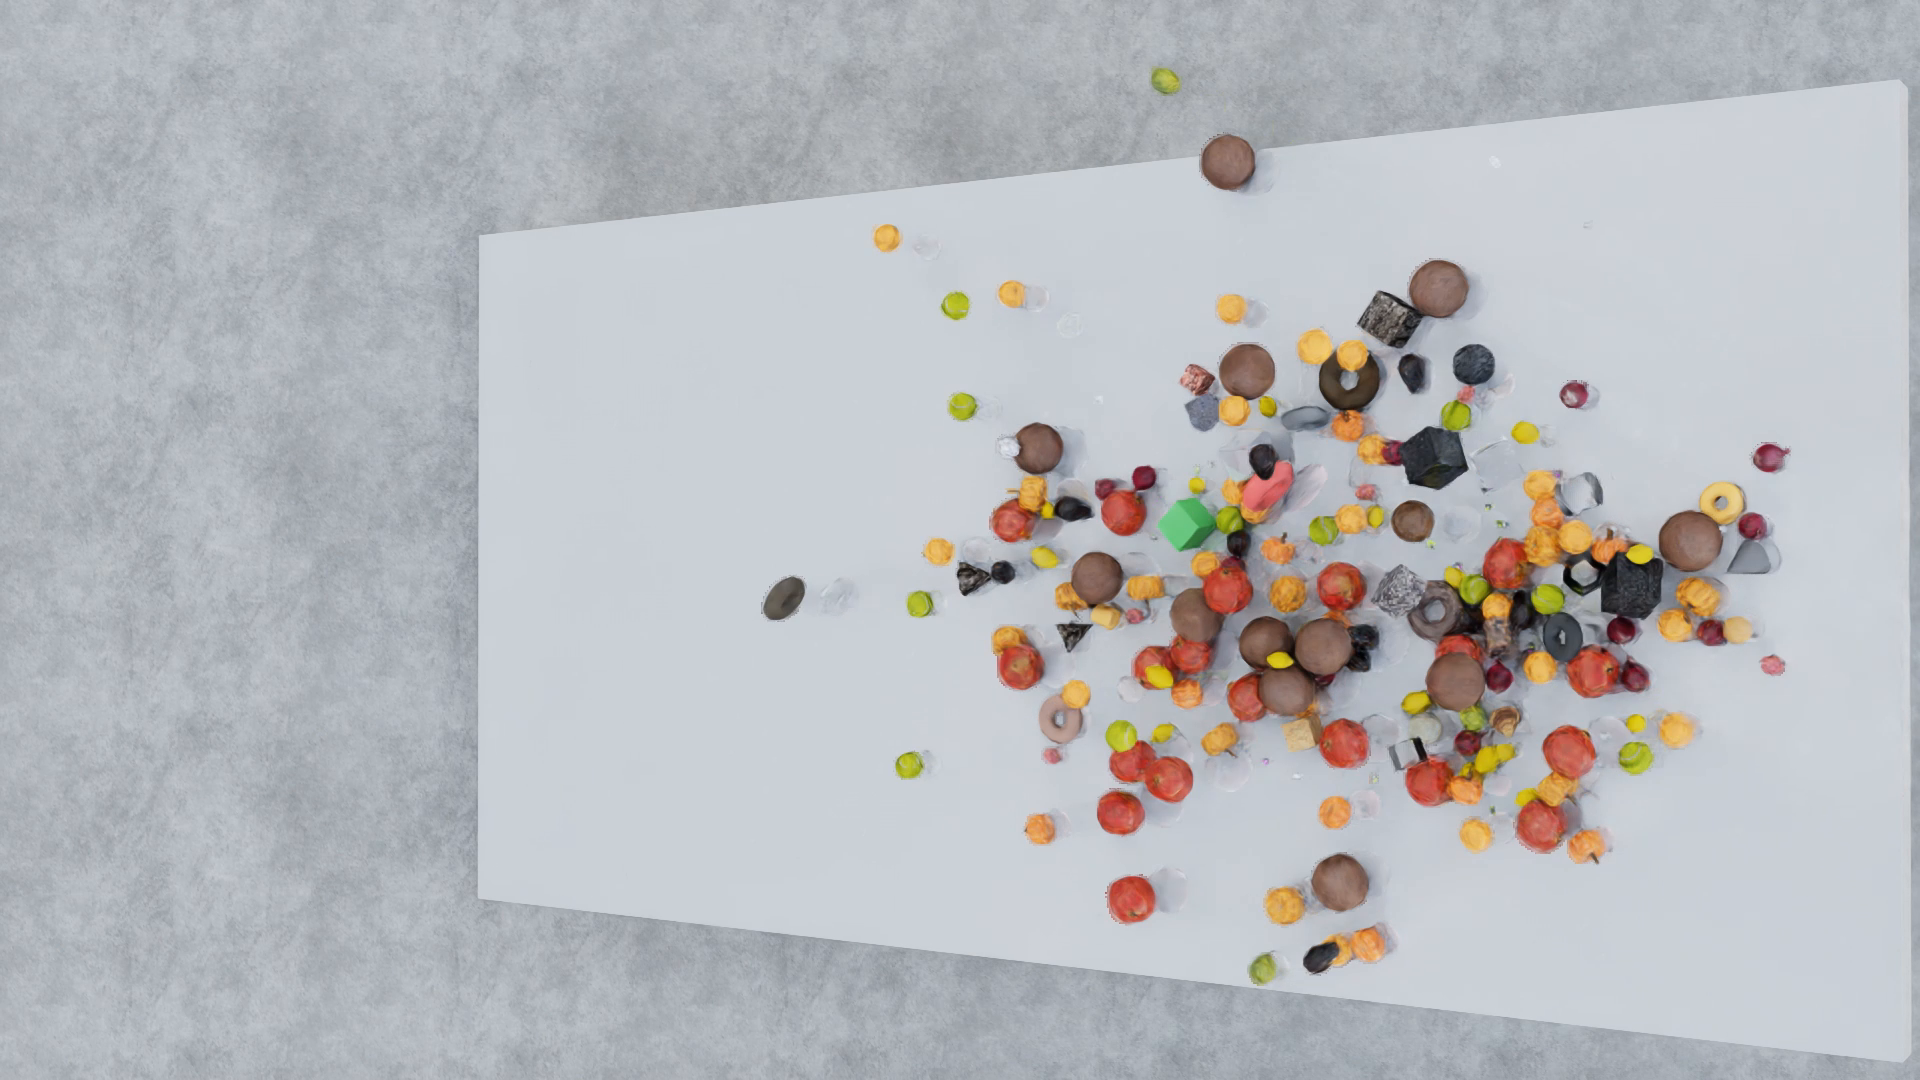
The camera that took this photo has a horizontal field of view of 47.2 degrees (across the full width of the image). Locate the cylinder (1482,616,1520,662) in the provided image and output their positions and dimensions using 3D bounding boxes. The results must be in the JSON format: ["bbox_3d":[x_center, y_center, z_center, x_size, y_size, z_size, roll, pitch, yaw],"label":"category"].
[{"bbox_3d":[1.194,0.219,4.854,0.073,0.073,0.073,4,50,0],"label":"cylinder"}]

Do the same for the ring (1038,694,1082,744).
[{"bbox_3d":[0.252,0.449,5.512,0.122,0.041,0.122,1,91,33],"label":"ring"}]

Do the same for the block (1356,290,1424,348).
[{"bbox_3d":[0.983,-0.503,5.020,0.092,0.092,0.092,40,110,27],"label":"block"}]

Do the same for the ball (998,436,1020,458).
[{"bbox_3d":[0.120,-0.230,5.445,0.057,0.057,0.057,0,90,0],"label":"ball"}]

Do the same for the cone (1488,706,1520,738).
[{"bbox_3d":[1.208,0.417,4.854,0.070,0.070,0.070,1,124,2],"label":"cone"}]

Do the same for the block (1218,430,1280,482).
[{"bbox_3d":[0.681,-0.199,5.182,0.086,0.086,0.086,-42,114,-31],"label":"block"}]

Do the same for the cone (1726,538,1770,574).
[{"bbox_3d":[1.626,0.053,4.582,0.083,0.083,0.083,-27,90,-16],"label":"cone"}]

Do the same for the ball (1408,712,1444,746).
[{"bbox_3d":[1.054,0.426,4.976,0.076,0.076,0.076,0,90,0],"label":"ball"}]

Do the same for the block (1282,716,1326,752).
[{"bbox_3d":[0.804,0.453,5.139,0.068,0.068,0.068,-21,81,31],"label":"block"}]

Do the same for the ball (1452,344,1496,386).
[{"bbox_3d":[1.147,-0.391,4.912,0.095,0.095,0.095,0,90,0],"label":"ball"}]

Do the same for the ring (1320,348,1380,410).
[{"bbox_3d":[0.902,-0.373,5.096,0.148,0.049,0.148,0,89,32],"label":"ring"}]

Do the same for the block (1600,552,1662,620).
[{"bbox_3d":[1.427,0.097,4.676,0.097,0.097,0.097,11,60,0],"label":"block"}]

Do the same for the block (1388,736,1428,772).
[{"bbox_3d":[0.998,0.477,4.900,0.056,0.056,0.056,-28,75,37],"label":"block"}]

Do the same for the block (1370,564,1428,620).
[{"bbox_3d":[0.955,0.114,4.781,0.075,0.075,0.075,37,57,-4],"label":"block"}]

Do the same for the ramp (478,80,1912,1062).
[{"bbox_3d":[0.258,0.071,5.595,4.000,0.100,2.000,0,89,33],"label":"ramp"}]

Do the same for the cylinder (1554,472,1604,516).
[{"bbox_3d":[1.336,-0.099,4.745,0.076,0.076,0.076,-26,89,37],"label":"cylinder"}]

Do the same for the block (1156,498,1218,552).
[{"bbox_3d":[0.547,-0.037,5.291,0.087,0.087,0.087,52,124,22],"label":"block"}]

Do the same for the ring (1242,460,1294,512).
[{"bbox_3d":[0.718,-0.125,5.126,0.143,0.143,0.048,-41,64,0],"label":"ring"}]

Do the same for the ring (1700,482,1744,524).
[{"bbox_3d":[1.610,-0.079,4.650,0.092,0.031,0.092,-1,89,37],"label":"ring"}]

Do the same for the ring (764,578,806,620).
[{"bbox_3d":[-0.467,0.157,5.850,0.045,0.135,0.135,39,90,23],"label":"ring"}]

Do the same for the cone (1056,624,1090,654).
[{"bbox_3d":[0.293,0.229,5.488,0.083,0.083,0.083,-24,90,1],"label":"cone"}]

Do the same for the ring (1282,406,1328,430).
[{"bbox_3d":[0.804,-0.282,5.125,0.109,0.109,0.036,-4,76,0],"label":"ring"}]

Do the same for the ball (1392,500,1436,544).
[{"bbox_3d":[1.005,-0.041,4.876,0.096,0.096,0.096,0,90,0],"label":"ball"}]

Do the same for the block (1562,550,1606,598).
[{"bbox_3d":[1.354,0.073,4.770,0.060,0.060,0.060,-25,49,-17],"label":"block"}]

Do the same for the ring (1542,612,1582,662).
[{"bbox_3d":[1.303,0.210,4.757,0.036,0.108,0.108,-3,89,-26],"label":"ring"}]

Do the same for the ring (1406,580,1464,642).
[{"bbox_3d":[1.076,0.160,4.981,0.141,0.047,0.141,-1,87,33],"label":"ring"}]

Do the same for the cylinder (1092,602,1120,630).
[{"bbox_3d":[0.361,0.189,5.437,0.052,0.052,0.052,28,89,30],"label":"cylinder"}]

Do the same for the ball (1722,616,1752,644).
[{"bbox_3d":[1.624,0.188,4.594,0.060,0.060,0.060,0,90,0],"label":"ball"}]

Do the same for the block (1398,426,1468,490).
[{"bbox_3d":[1.033,-0.179,4.797,0.093,0.093,0.093,10,57,-32],"label":"block"}]

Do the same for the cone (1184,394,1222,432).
[{"bbox_3d":[0.568,-0.317,5.315,0.092,0.092,0.092,-9,109,-27],"label":"cone"}]

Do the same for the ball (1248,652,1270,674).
[{"bbox_3d":[0.708,0.290,5.213,0.053,0.053,0.053,0,90,0],"label":"ball"}]

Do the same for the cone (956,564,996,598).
[{"bbox_3d":[0.051,0.096,5.631,0.090,0.090,0.090,-11,89,24],"label":"cone"}]

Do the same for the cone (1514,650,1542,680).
[{"bbox_3d":[1.260,0.285,4.874,0.058,0.058,0.058,-10,115,0],"label":"cone"}]

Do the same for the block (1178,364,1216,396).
[{"bbox_3d":[0.571,-0.385,5.306,0.054,0.054,0.054,39,110,27],"label":"block"}]
